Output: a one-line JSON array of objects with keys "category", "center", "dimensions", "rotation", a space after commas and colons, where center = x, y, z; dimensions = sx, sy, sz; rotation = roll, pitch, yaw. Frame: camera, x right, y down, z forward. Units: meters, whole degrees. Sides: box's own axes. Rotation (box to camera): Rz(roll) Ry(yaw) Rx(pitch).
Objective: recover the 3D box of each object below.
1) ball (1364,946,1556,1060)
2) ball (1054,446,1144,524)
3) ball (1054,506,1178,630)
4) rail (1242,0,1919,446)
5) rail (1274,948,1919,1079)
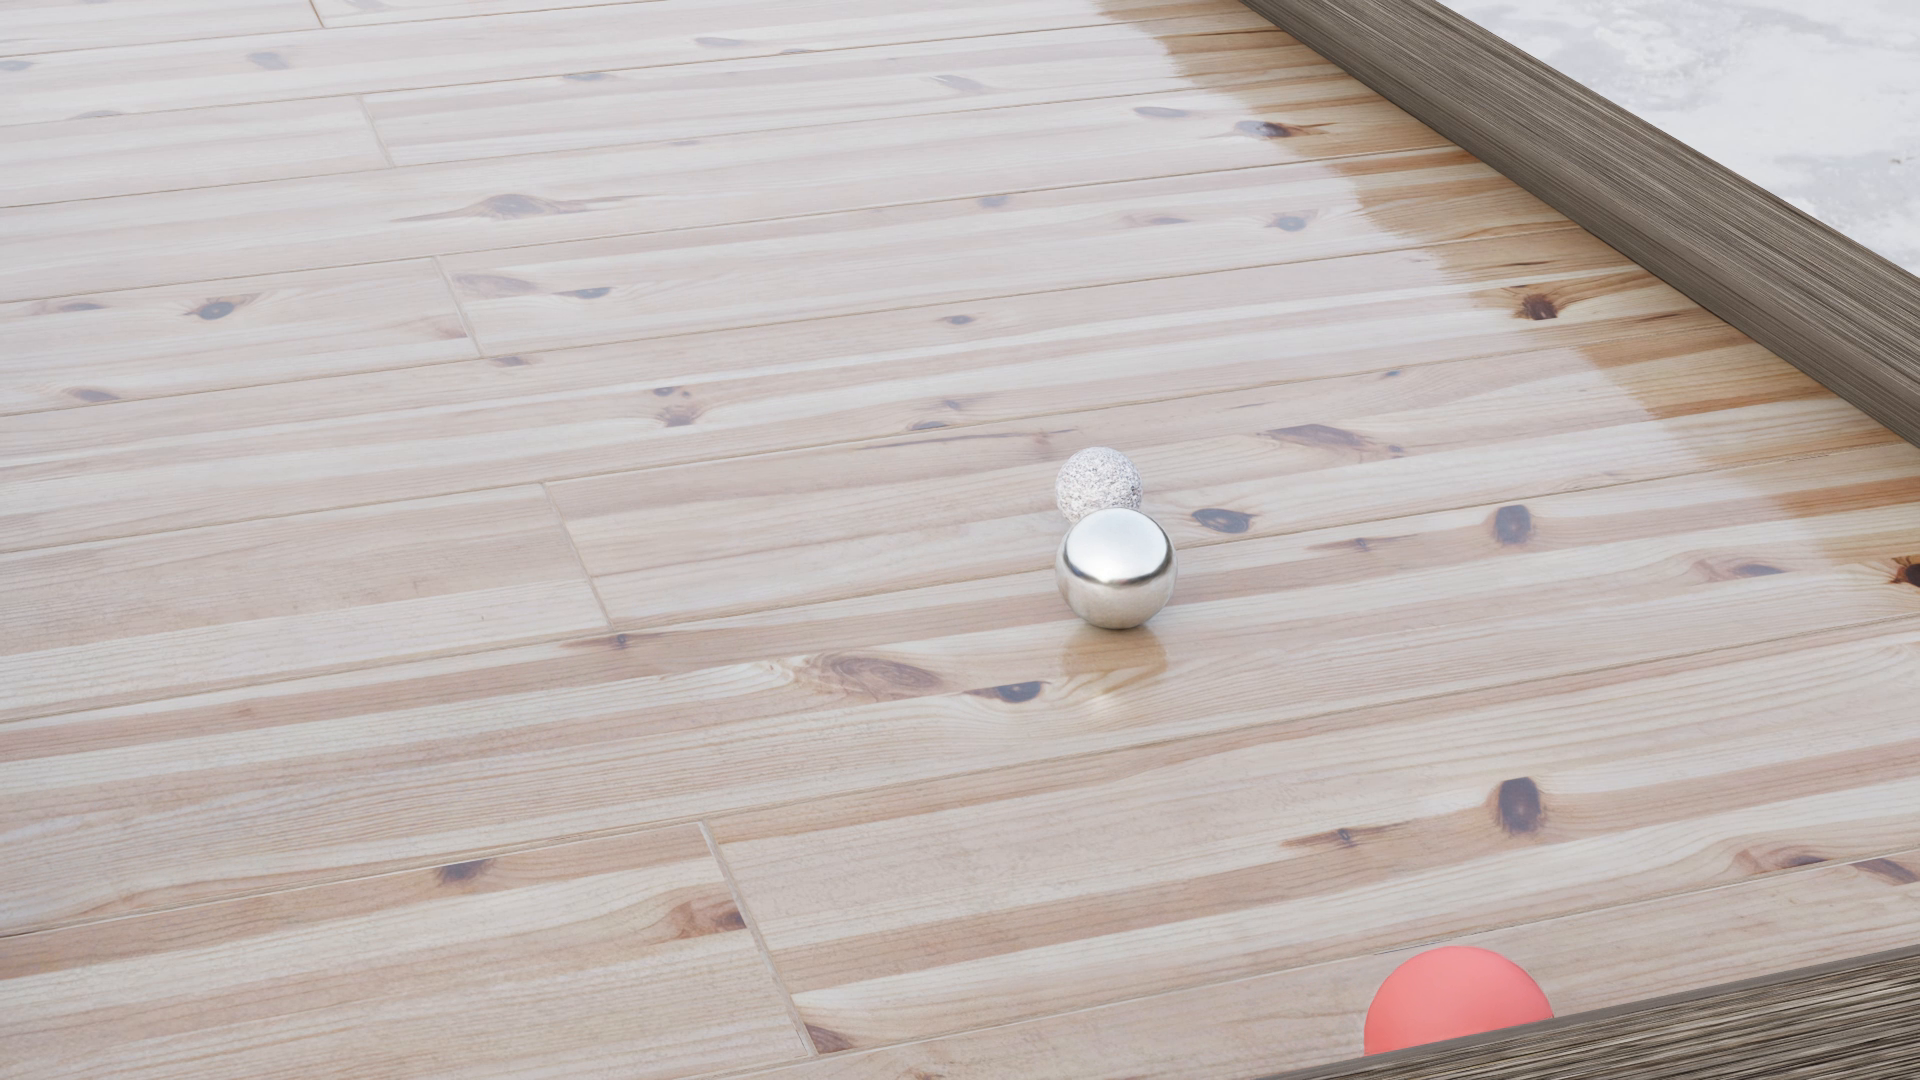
[{"category": "ball", "center": [0.247, 0.249, 1.452], "dimensions": [0.096, 0.096, 0.096], "rotation": [0, 26, 0]}, {"category": "ball", "center": [0.098, -0.035, 2.074], "dimensions": [0.062, 0.062, 0.062], "rotation": [0, 26, 0]}, {"category": "ball", "center": [0.103, 0.018, 1.943], "dimensions": [0.081, 0.081, 0.081], "rotation": [0, 26, 0]}, {"category": "rail", "center": [0.464, -0.441, 2.838], "dimensions": [0.045, 0.124, 2.997], "rotation": [-8, 27, -16]}, {"category": "rail", "center": [0.226, 0.271, 1.371], "dimensions": [1.515, 0.124, 0.045], "rotation": [-8, 27, -16]}]
